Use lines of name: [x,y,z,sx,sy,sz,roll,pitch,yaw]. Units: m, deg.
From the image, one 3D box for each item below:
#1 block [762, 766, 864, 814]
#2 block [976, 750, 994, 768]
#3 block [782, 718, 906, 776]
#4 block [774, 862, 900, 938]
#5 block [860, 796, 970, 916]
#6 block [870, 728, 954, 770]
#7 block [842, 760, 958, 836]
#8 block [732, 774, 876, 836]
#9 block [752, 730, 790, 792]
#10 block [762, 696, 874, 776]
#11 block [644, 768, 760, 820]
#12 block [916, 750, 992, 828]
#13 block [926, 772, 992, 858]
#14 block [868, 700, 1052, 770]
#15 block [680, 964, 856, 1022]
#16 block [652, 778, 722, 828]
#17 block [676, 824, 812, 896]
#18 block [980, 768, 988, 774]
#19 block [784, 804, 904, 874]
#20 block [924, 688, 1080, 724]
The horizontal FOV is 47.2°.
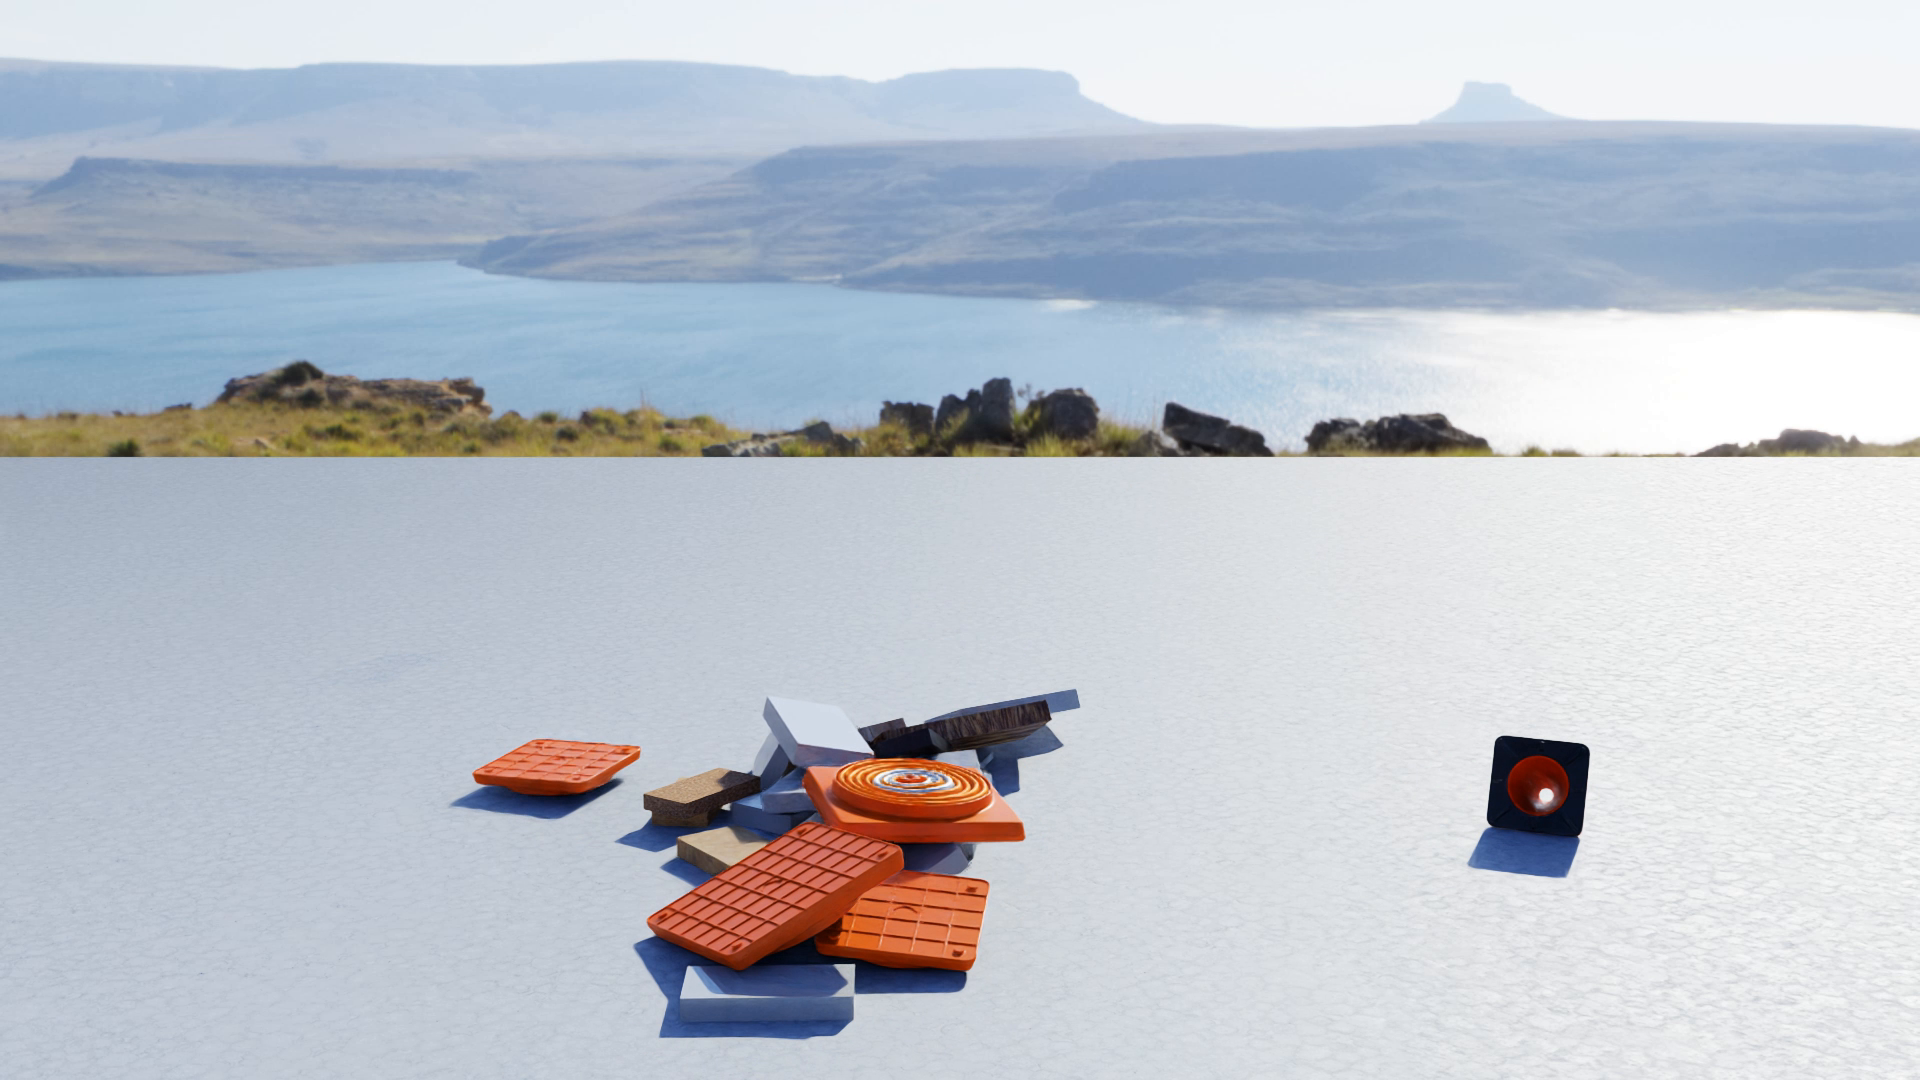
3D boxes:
block: [-0.266,0.452,4.026,0.121,0.034,0.243,-4,6,13]
block: [0.027,0.443,4.418,0.053,0.015,0.106,3,11,16]
block: [-0.231,0.412,4.375,0.243,0.034,0.122,-10,-16,-44]
block: [-0.203,0.585,3.598,0.124,0.035,0.247,-5,12,-24]
block: [-0.109,0.527,3.701,0.140,0.040,0.281,-34,24,-16]
block: [-0.088,0.408,4.227,0.114,0.032,0.229,-18,-15,7]
block: [-0.111,0.486,3.913,0.140,0.040,0.281,-30,20,-8]
block: [-0.278,0.488,4.112,0.140,0.040,0.281,8,13,35]
block: [-0.359,0.416,4.271,0.034,0.121,0.243,29,8,-8]
block: [-0.270,0.368,4.160,0.148,0.042,0.296,10,10,-18]
block: [-0.477,0.469,4.080,0.104,0.029,0.208,7,13,35]
block: [-0.012,0.465,4.085,0.114,0.032,0.229,-6,24,-5]
block: [-0.015,0.491,3.950,0.114,0.032,0.229,1,26,9]
block: [-0.008,0.389,4.385,0.356,0.042,0.148,-9,-16,-24]
block: [-0.278,0.659,3.202,0.247,0.035,0.124,0,11,-2]
block: [-0.500,0.490,4.124,0.104,0.029,0.208,1,11,7]
block: [-0.373,0.550,3.791,0.124,0.035,0.248,-8,13,-35]
block: [0.019,0.452,4.248,0.053,0.015,0.106,-2,3,-13]
block: [-0.199,0.507,3.741,0.104,0.029,0.208,-34,24,-29]
block: [0.089,0.366,4.616,0.296,0.042,0.148,-7,-9,-34]
